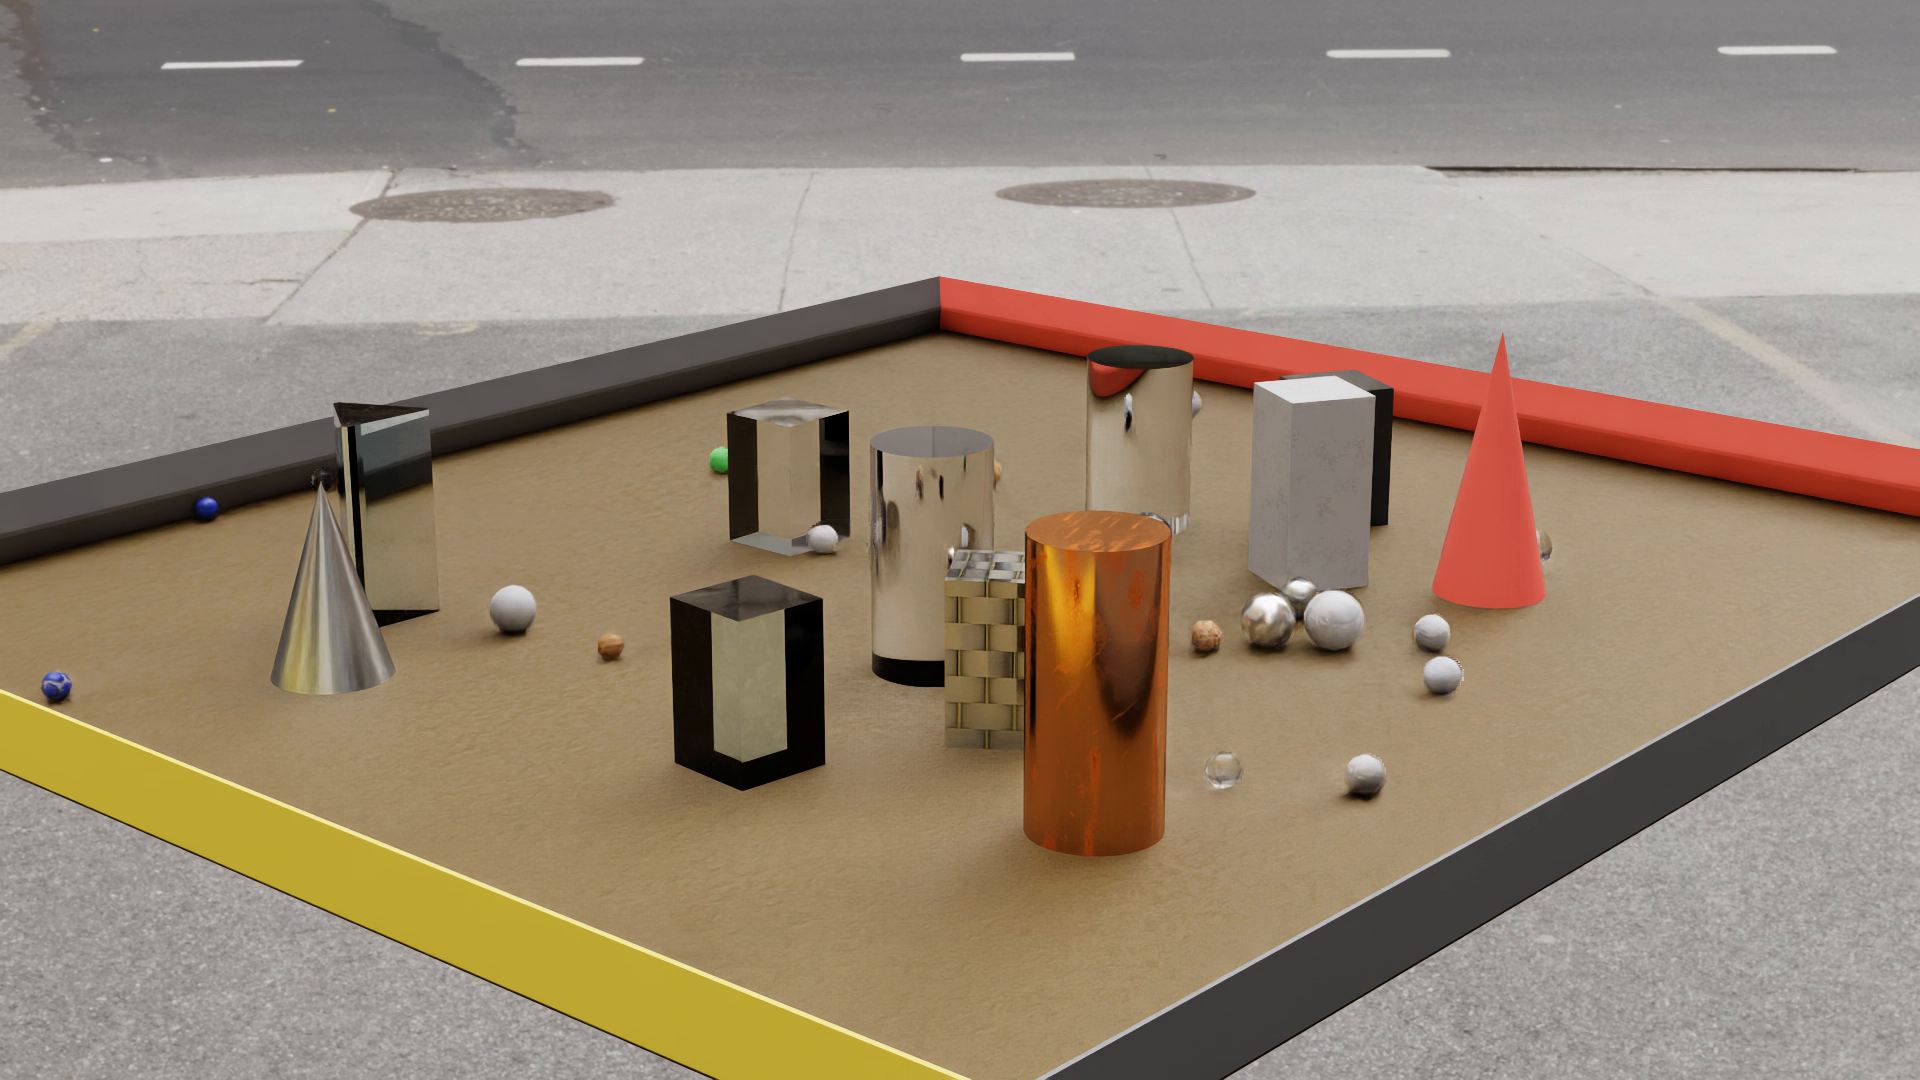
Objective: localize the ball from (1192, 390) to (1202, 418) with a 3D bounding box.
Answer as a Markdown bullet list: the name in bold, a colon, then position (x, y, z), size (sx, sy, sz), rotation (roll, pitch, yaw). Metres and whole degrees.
- **ball**: position (0.484, -0.293, 6.303), size (0.071, 0.071, 0.071), rotation (0, 17, 0)

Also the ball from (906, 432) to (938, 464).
- **ball**: position (-0.077, -0.188, 5.969), size (0.062, 0.062, 0.062), rotation (0, 17, 0)

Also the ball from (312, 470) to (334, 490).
- **ball**: position (-1.255, -0.118, 5.774), size (0.042, 0.042, 0.042), rotation (0, 17, 0)

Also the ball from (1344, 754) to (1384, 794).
- **ball**: position (0.584, 0.339, 4.232), size (0.056, 0.056, 0.056), rotation (0, 17, 0)

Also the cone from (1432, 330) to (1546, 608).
- **cone**: position (0.930, -0.134, 5.090), size (0.198, 0.467, 0.198), rotation (0, 17, 0)

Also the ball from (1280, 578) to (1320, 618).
- **ball**: position (0.581, 0.099, 5.006), size (0.070, 0.070, 0.070), rotation (0, 17, 0)

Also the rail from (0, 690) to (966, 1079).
- **rail**: position (-1.014, 0.369, 4.002), size (2.860, 0.129, 0.045), rotation (14, 22, 39)

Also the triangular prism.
- **triangular prism**: position (-1.009, -0.048, 4.992), size (0.149, 0.358, 0.172), rotation (16, 23, 42)

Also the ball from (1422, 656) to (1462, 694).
- **ball**: position (0.762, 0.214, 4.638), size (0.060, 0.060, 0.060), rotation (0, 17, 0)

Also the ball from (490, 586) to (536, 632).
- **ball**: position (-0.752, 0.116, 4.935), size (0.078, 0.078, 0.078), rotation (0, 17, 0)

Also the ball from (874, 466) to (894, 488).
- **ball**: position (-0.150, -0.125, 5.798), size (0.041, 0.041, 0.041), rotation (0, 17, 0)

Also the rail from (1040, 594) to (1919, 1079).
- **rail**: position (1.062, 0.298, 4.237), size (0.045, 0.129, 3.139), rotation (14, 22, 39)

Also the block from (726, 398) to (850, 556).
- **block**: position (-0.316, -0.119, 5.424), size (0.159, 0.244, 0.159), rotation (14, 22, 38)

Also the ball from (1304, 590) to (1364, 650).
- **ball**: position (0.617, 0.132, 4.843), size (0.099, 0.099, 0.099), rotation (0, 17, 0)

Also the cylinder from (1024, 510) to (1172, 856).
- **cylinder**: position (0.188, 0.196, 4.047), size (0.198, 0.436, 0.198), rotation (0, 17, 0)

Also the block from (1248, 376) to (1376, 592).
- **block**: position (0.620, -0.098, 5.181), size (0.159, 0.346, 0.159), rotation (-6, 18, -18)

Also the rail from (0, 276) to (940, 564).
- **rail**: position (-1.062, -0.234, 6.003), size (0.045, 0.129, 3.139), rotation (14, 22, 39)

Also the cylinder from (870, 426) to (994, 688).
- **cylinder**: position (-0.045, 0.025, 4.714), size (0.198, 0.379, 0.198), rotation (0, 17, 0)

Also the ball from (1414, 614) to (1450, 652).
- **ball**: position (0.779, 0.154, 4.838), size (0.061, 0.061, 0.061), rotation (0, 17, 0)

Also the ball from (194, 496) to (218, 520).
- **ball**: position (-1.433, -0.060, 5.574), size (0.045, 0.045, 0.045), rotation (0, 17, 0)

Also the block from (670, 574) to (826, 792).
- **block**: position (-0.312, 0.208, 4.315), size (0.159, 0.259, 0.159), rotation (-15, 22, -41)

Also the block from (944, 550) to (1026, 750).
- **block**: position (0.065, 0.166, 4.446), size (0.159, 0.264, 0.159), rotation (2, 17, 6)

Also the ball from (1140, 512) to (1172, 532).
- **ball**: position (0.342, -0.008, 5.332), size (0.086, 0.086, 0.086), rotation (0, 17, 0)

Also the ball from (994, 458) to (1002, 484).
- **ball**: position (0.055, -0.136, 5.803), size (0.058, 0.058, 0.058), rotation (0, 17, 0)

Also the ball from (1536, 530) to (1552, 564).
- **ball**: position (1.033, 0.015, 5.289), size (0.067, 0.067, 0.067), rotation (0, 17, 0)

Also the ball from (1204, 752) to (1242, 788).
- **ball**: position (0.382, 0.333, 4.256), size (0.053, 0.053, 0.053), rotation (0, 17, 0)

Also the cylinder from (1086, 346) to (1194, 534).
- **cylinder**: position (0.337, -0.187, 5.514), size (0.198, 0.323, 0.198), rotation (0, 17, 0)

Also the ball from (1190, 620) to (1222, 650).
- **ball**: position (0.406, 0.157, 4.842), size (0.052, 0.052, 0.052), rotation (0, 17, 0)

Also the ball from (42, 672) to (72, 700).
- **ball**: position (-1.422, 0.229, 4.614), size (0.046, 0.046, 0.046), rotation (0, 17, 0)

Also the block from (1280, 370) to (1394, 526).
- **block**: position (0.709, -0.170, 5.557), size (0.159, 0.266, 0.159), rotation (-6, 18, -19)

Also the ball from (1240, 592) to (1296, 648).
- **ball**: position (0.511, 0.132, 4.858), size (0.092, 0.092, 0.092), rotation (0, 17, 0)

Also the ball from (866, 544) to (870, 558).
- **ball**: position (-0.149, 0.019, 5.320), size (0.041, 0.041, 0.041), rotation (0, 17, 0)

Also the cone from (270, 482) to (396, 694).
- **cone**: position (-1.013, 0.061, 4.689), size (0.198, 0.325, 0.198), rotation (0, 17, 0)

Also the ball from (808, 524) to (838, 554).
- **ball**: position (-0.251, -0.002, 5.369), size (0.053, 0.053, 0.053), rotation (0, 17, 0)

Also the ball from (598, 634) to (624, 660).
- **ball**: position (-0.573, 0.174, 4.803), size (0.042, 0.042, 0.042), rotation (0, 17, 0)

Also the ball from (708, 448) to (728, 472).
- **ball**: position (-0.480, -0.161, 5.902), size (0.050, 0.050, 0.050), rotation (0, 17, 0)

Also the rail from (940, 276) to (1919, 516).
- **rail**: position (1.014, -0.304, 6.237), size (2.860, 0.129, 0.045), rotation (14, 22, 39)
